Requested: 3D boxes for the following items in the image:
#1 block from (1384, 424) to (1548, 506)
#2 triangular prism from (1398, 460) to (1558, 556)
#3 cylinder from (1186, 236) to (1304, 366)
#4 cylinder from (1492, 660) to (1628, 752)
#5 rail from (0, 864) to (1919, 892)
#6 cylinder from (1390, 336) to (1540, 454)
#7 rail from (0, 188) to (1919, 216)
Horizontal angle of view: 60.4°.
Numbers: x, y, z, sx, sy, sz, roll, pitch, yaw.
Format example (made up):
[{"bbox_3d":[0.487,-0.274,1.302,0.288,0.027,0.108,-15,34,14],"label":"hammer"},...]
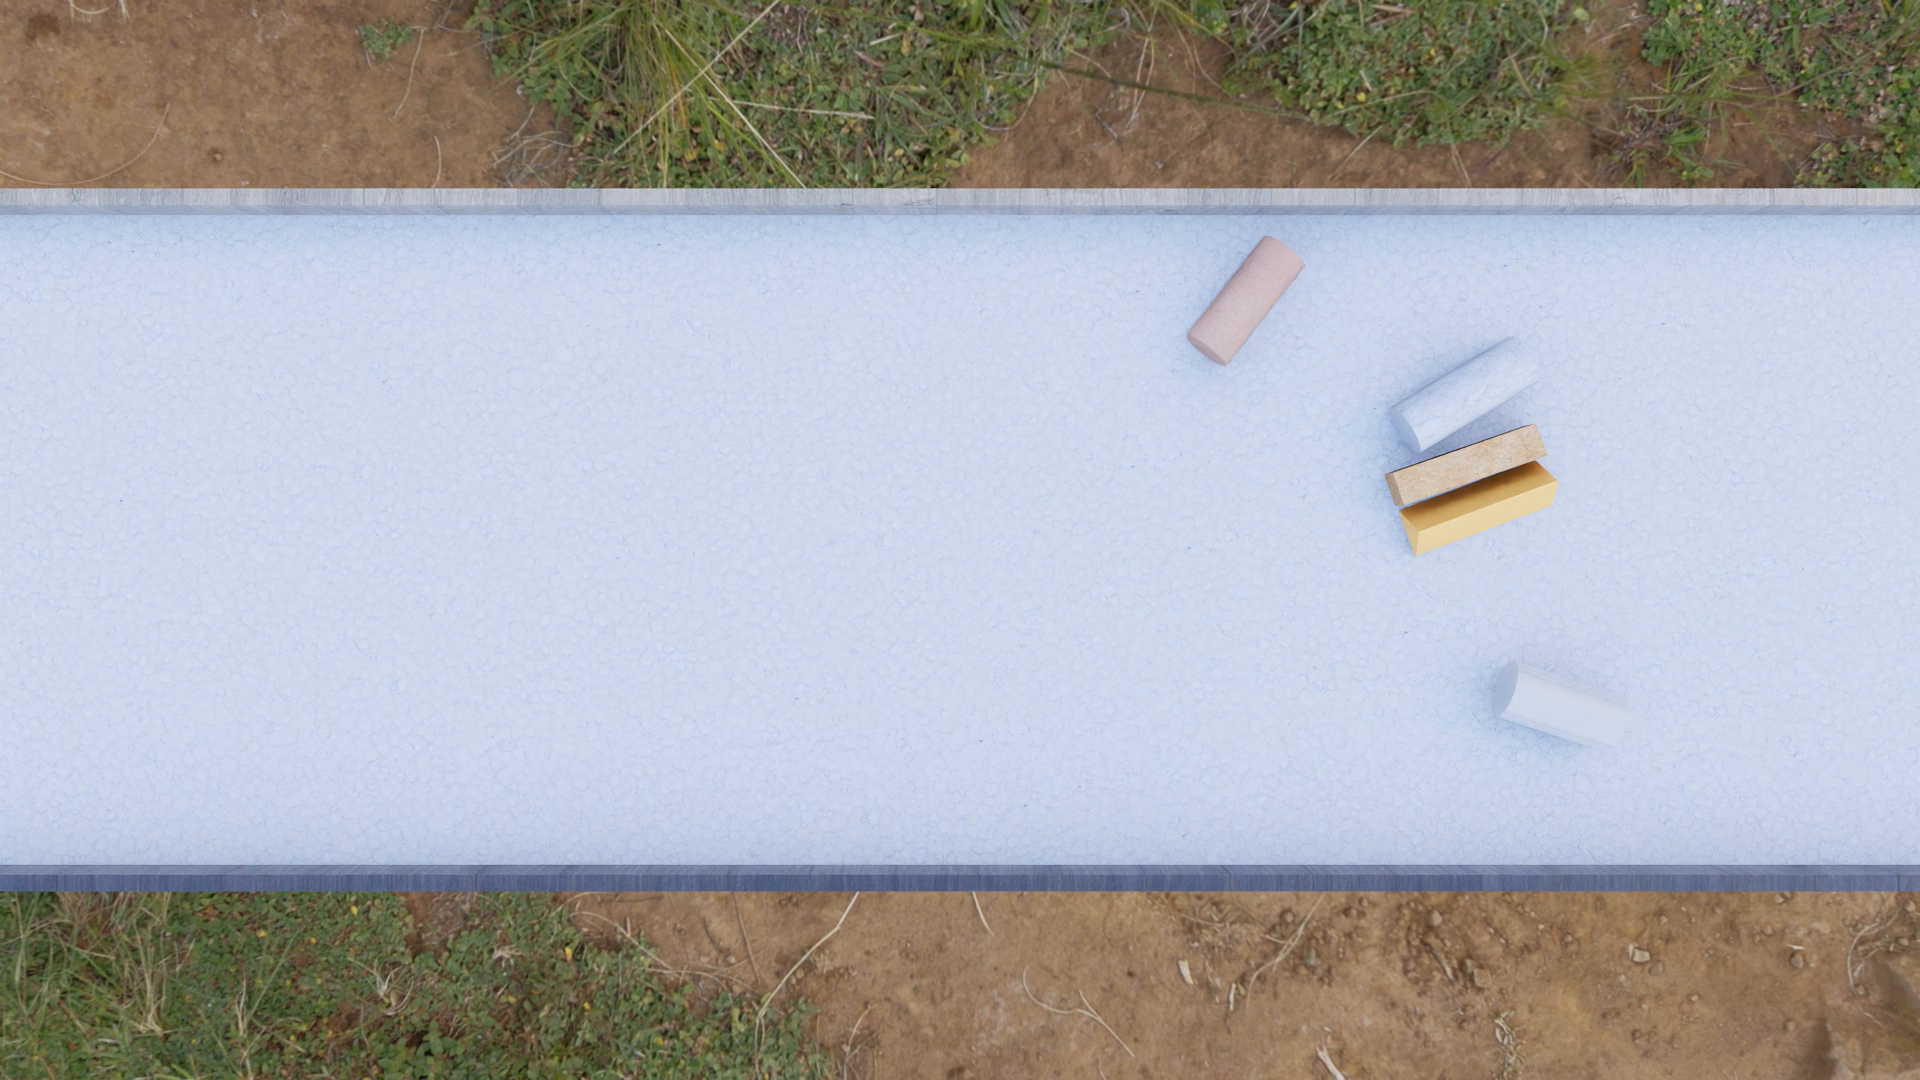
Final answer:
[{"bbox_3d":[1.538,-0.229,5.025,0.457,0.103,0.103,-19,90,0],"label":"block"},{"bbox_3d":[1.585,-0.098,5.009,0.446,0.127,0.147,-20,90,0],"label":"triangular prism"},{"bbox_3d":[0.865,-0.723,5.000,0.154,0.154,0.382,38,90,0],"label":"cylinder"},{"bbox_3d":[1.811,0.502,4.988,0.344,0.177,0.177,18,90,0],"label":"cylinder"},{"bbox_3d":[-2.247,1.025,5.001,12.000,0.150,0.050,0,90,0],"label":"rail"},{"bbox_3d":[1.526,-0.439,4.995,0.417,0.164,0.164,-31,90,0],"label":"cylinder"},{"bbox_3d":[-2.247,-1.025,5.002,12.000,0.150,0.050,0,90,0],"label":"rail"}]
